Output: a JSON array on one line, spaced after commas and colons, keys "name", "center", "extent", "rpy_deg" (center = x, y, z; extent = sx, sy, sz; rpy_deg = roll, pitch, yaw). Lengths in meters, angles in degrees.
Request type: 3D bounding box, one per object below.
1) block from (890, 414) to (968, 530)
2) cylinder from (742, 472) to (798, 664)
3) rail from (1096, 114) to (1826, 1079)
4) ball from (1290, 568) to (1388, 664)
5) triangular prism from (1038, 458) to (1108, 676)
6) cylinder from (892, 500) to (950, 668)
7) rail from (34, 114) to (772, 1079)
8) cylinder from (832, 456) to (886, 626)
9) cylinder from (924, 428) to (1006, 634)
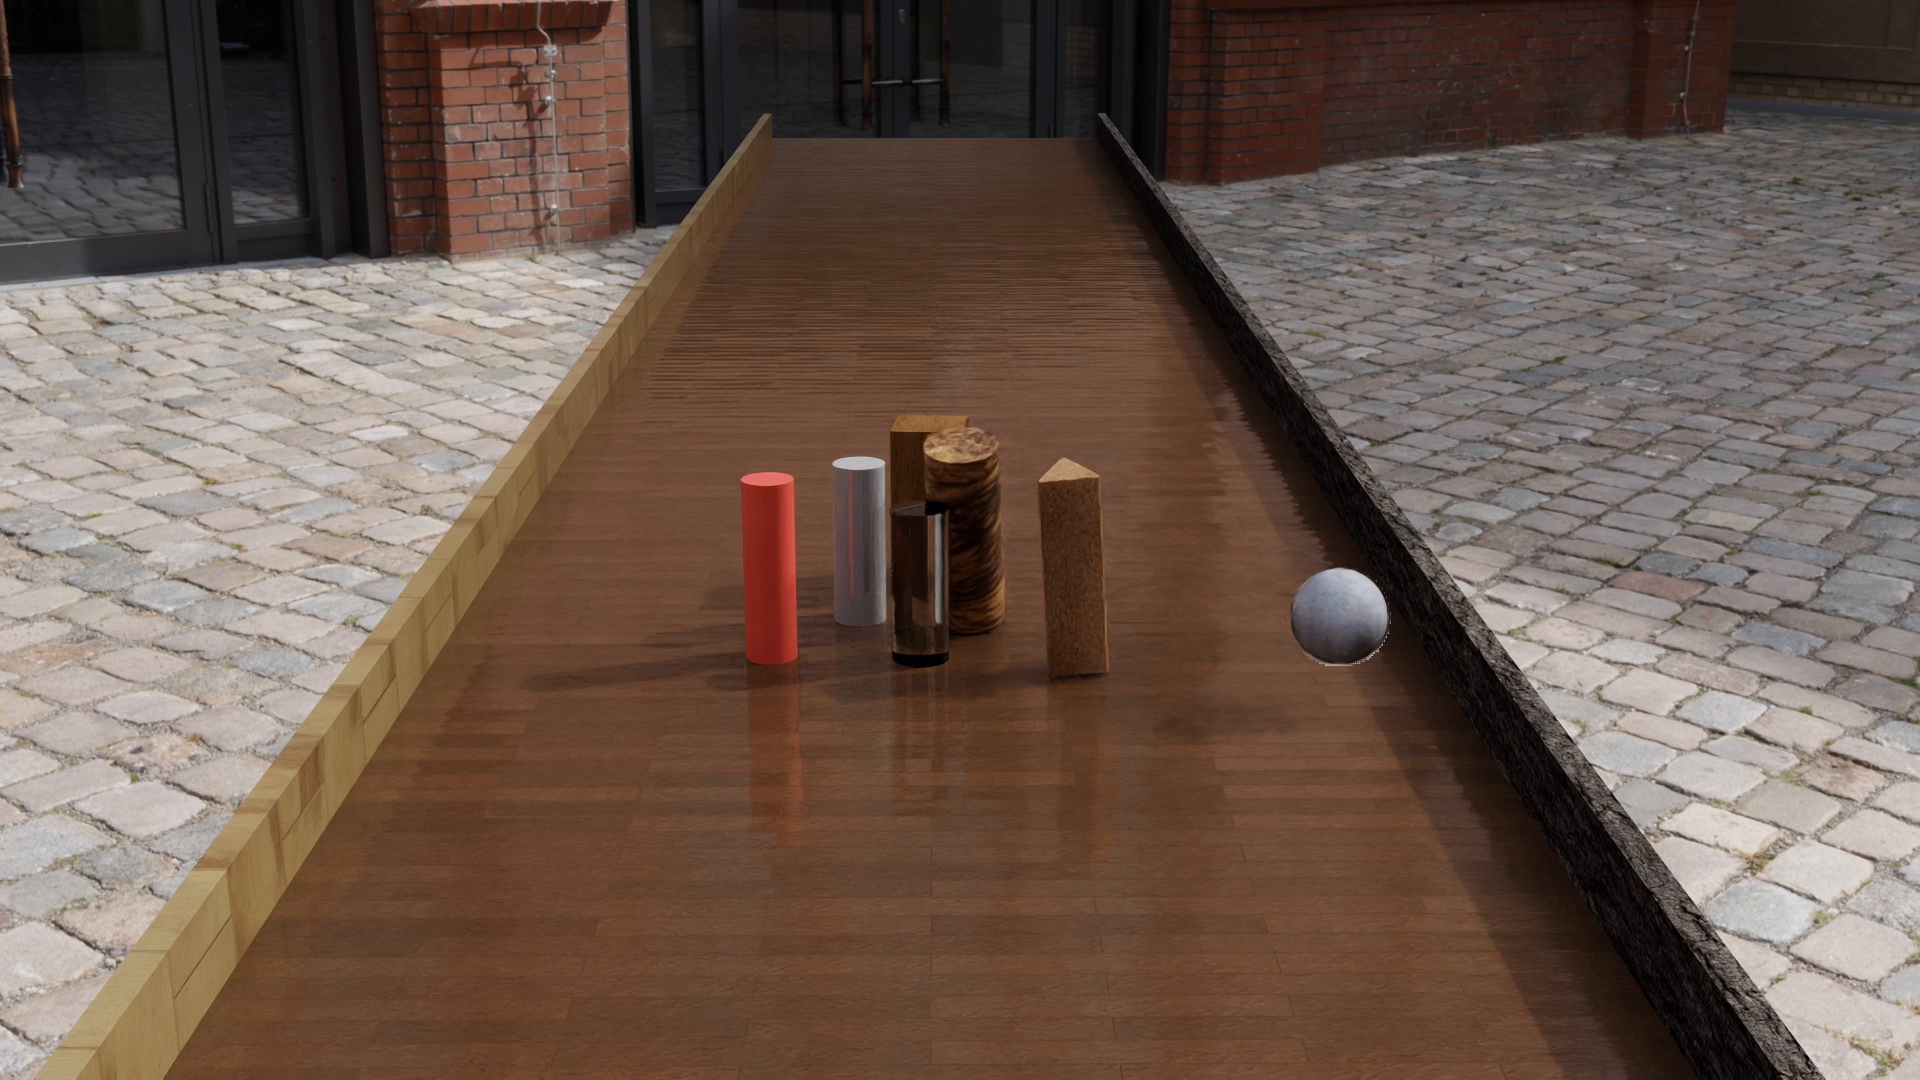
[{"name": "block", "center": [-0.067, -0.085, 4.886], "extent": [0.156, 0.357, 0.156], "rpy_deg": [1, 17, 5]}, {"name": "cylinder", "center": [-0.380, 0.057, 4.387], "extent": [0.103, 0.370, 0.103], "rpy_deg": [0, 17, 0]}, {"name": "rail", "center": [0.932, -0.844, 7.801], "extent": [0.050, 0.150, 12.000], "rpy_deg": [0, 17, -1]}, {"name": "ball", "center": [0.706, 0.142, 4.092], "extent": [0.180, 0.180, 0.180], "rpy_deg": [0, 17, 0]}, {"name": "triangular prism", "center": [0.216, 0.052, 4.277], "extent": [0.116, 0.423, 0.100], "rpy_deg": [-5, 26, -2]}, {"name": "cylinder", "center": [-0.079, 0.087, 4.384], "extent": [0.114, 0.313, 0.114], "rpy_deg": [0, 17, 0]}, {"name": "rail", "center": [-1.118, -0.838, 7.780], "extent": [0.050, 0.150, 12.000], "rpy_deg": [0, 17, -1]}, {"name": "cylinder", "center": [-0.211, 0.003, 4.621], "extent": [0.110, 0.339, 0.110], "rpy_deg": [0, 17, 0]}, {"name": "cylinder", "center": [0.011, -0.017, 4.522], "extent": [0.151, 0.408, 0.151], "rpy_deg": [-2, 31, 1]}]
